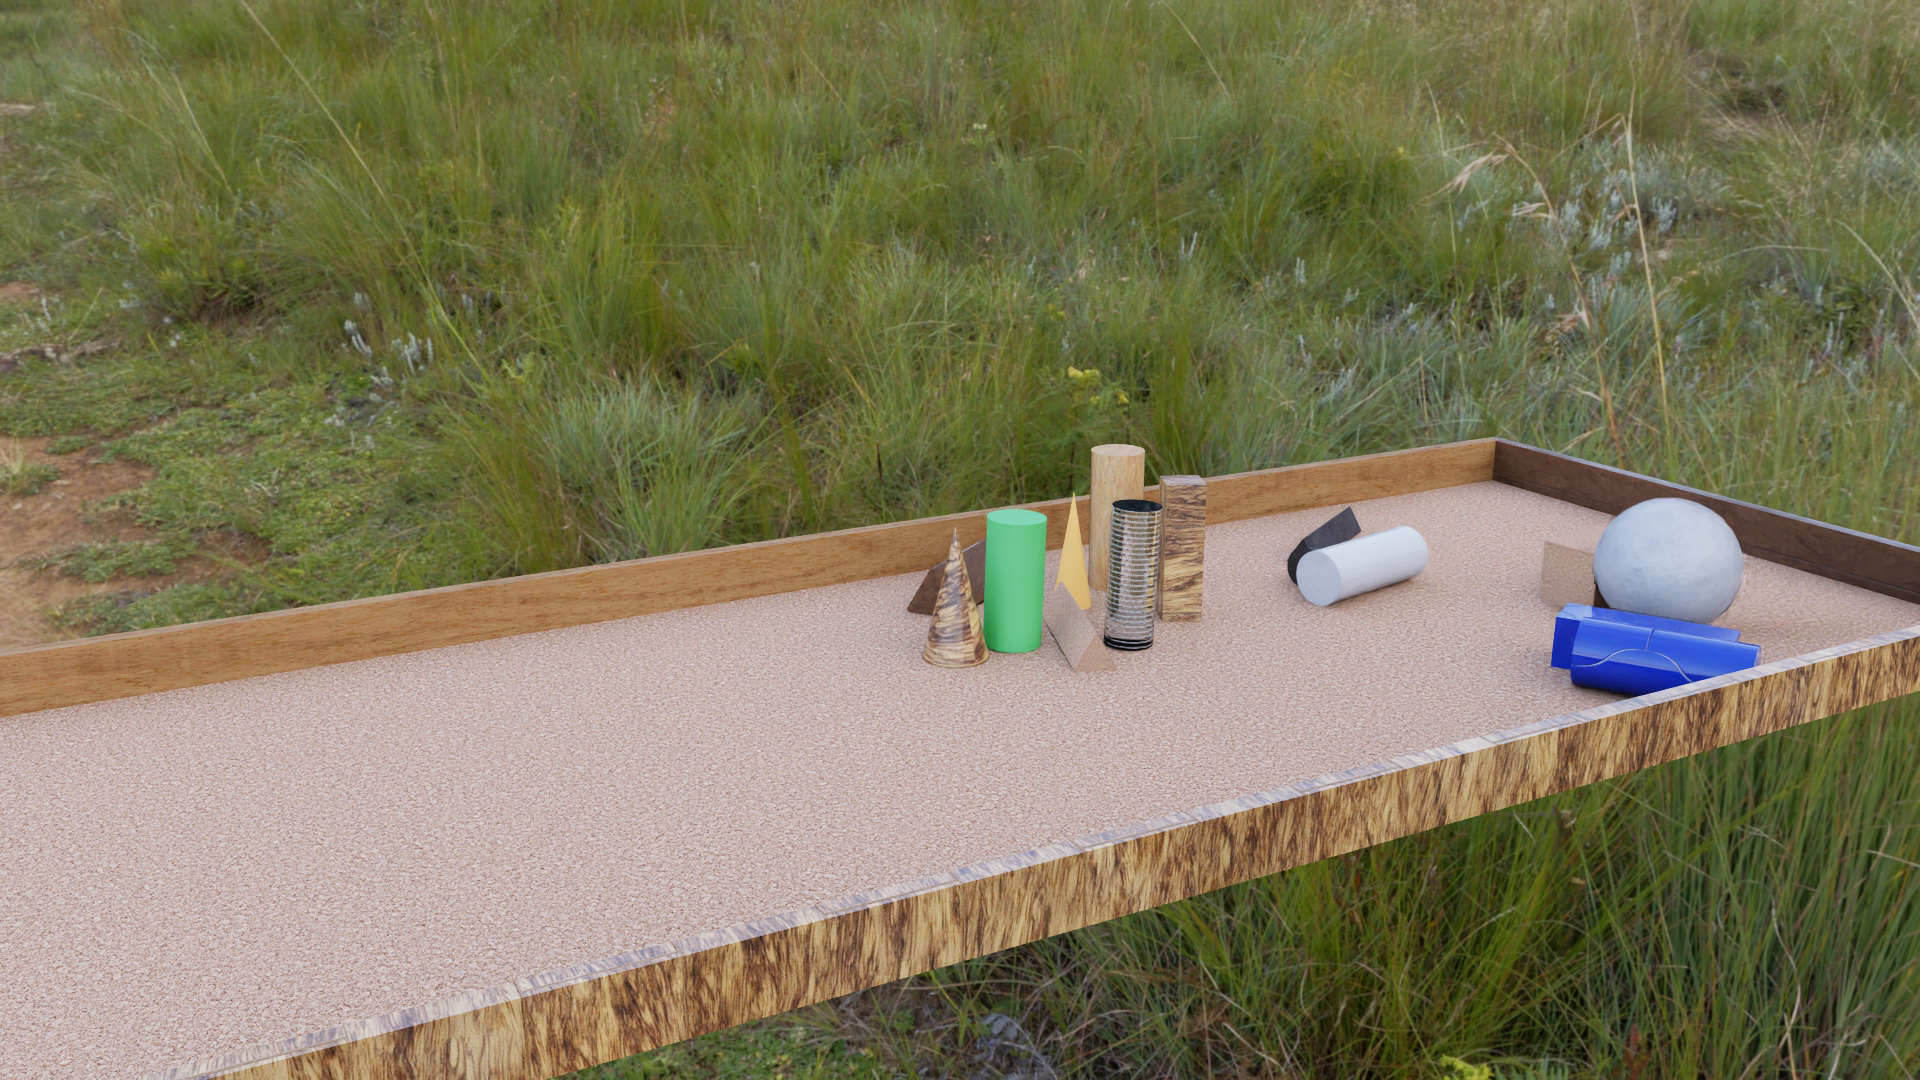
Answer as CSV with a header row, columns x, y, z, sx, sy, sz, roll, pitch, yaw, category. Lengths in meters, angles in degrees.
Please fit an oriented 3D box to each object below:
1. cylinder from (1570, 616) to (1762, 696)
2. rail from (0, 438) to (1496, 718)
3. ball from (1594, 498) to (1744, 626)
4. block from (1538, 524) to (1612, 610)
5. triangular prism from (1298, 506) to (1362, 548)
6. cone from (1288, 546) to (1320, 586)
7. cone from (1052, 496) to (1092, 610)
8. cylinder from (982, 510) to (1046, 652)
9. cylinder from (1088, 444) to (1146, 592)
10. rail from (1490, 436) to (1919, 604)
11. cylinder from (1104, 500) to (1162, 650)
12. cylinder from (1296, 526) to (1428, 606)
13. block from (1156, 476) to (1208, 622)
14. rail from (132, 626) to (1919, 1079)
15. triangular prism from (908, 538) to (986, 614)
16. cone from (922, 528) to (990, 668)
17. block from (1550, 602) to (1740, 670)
x,y,z,sx,sy,sz,roll,pitch,yaw,category
1.714,0.305,4.012,0.399,0.172,0.172,10,19,31,cylinder
-3.305,0.497,3.399,12.000,0.150,0.050,-9,18,-27,rail
1.913,0.070,4.459,0.371,0.371,0.371,0,16,0,ball
1.908,0.070,4.805,0.447,0.176,0.176,-11,20,-34,block
1.171,-0.019,5.274,0.090,0.078,0.450,10,19,29,triangular prism
1.184,0.070,5.010,0.437,0.121,0.121,-3,15,-39,cone
0.320,0.025,4.683,0.114,0.332,0.114,0,16,0,cone
0.144,0.107,4.363,0.157,0.349,0.157,2,16,0,cylinder
0.460,-0.065,4.851,0.156,0.408,0.156,0,16,0,cylinder
2.466,-0.048,5.253,0.050,0.150,2.100,-9,18,-27,rail
0.457,0.092,4.364,0.132,0.378,0.132,2,16,-1,cylinder
1.179,0.073,4.823,0.407,0.160,0.160,-13,21,-37,cylinder
0.612,0.024,4.578,0.109,0.392,0.109,-1,16,-4,block
-2.336,1.006,1.665,12.000,0.150,0.050,-9,18,-27,rail
0.010,0.095,4.781,0.155,0.135,0.397,8,18,26,triangular prism
-0.011,0.135,4.266,0.177,0.355,0.177,0,16,0,cone
1.733,0.275,4.179,0.415,0.134,0.134,10,19,31,block
